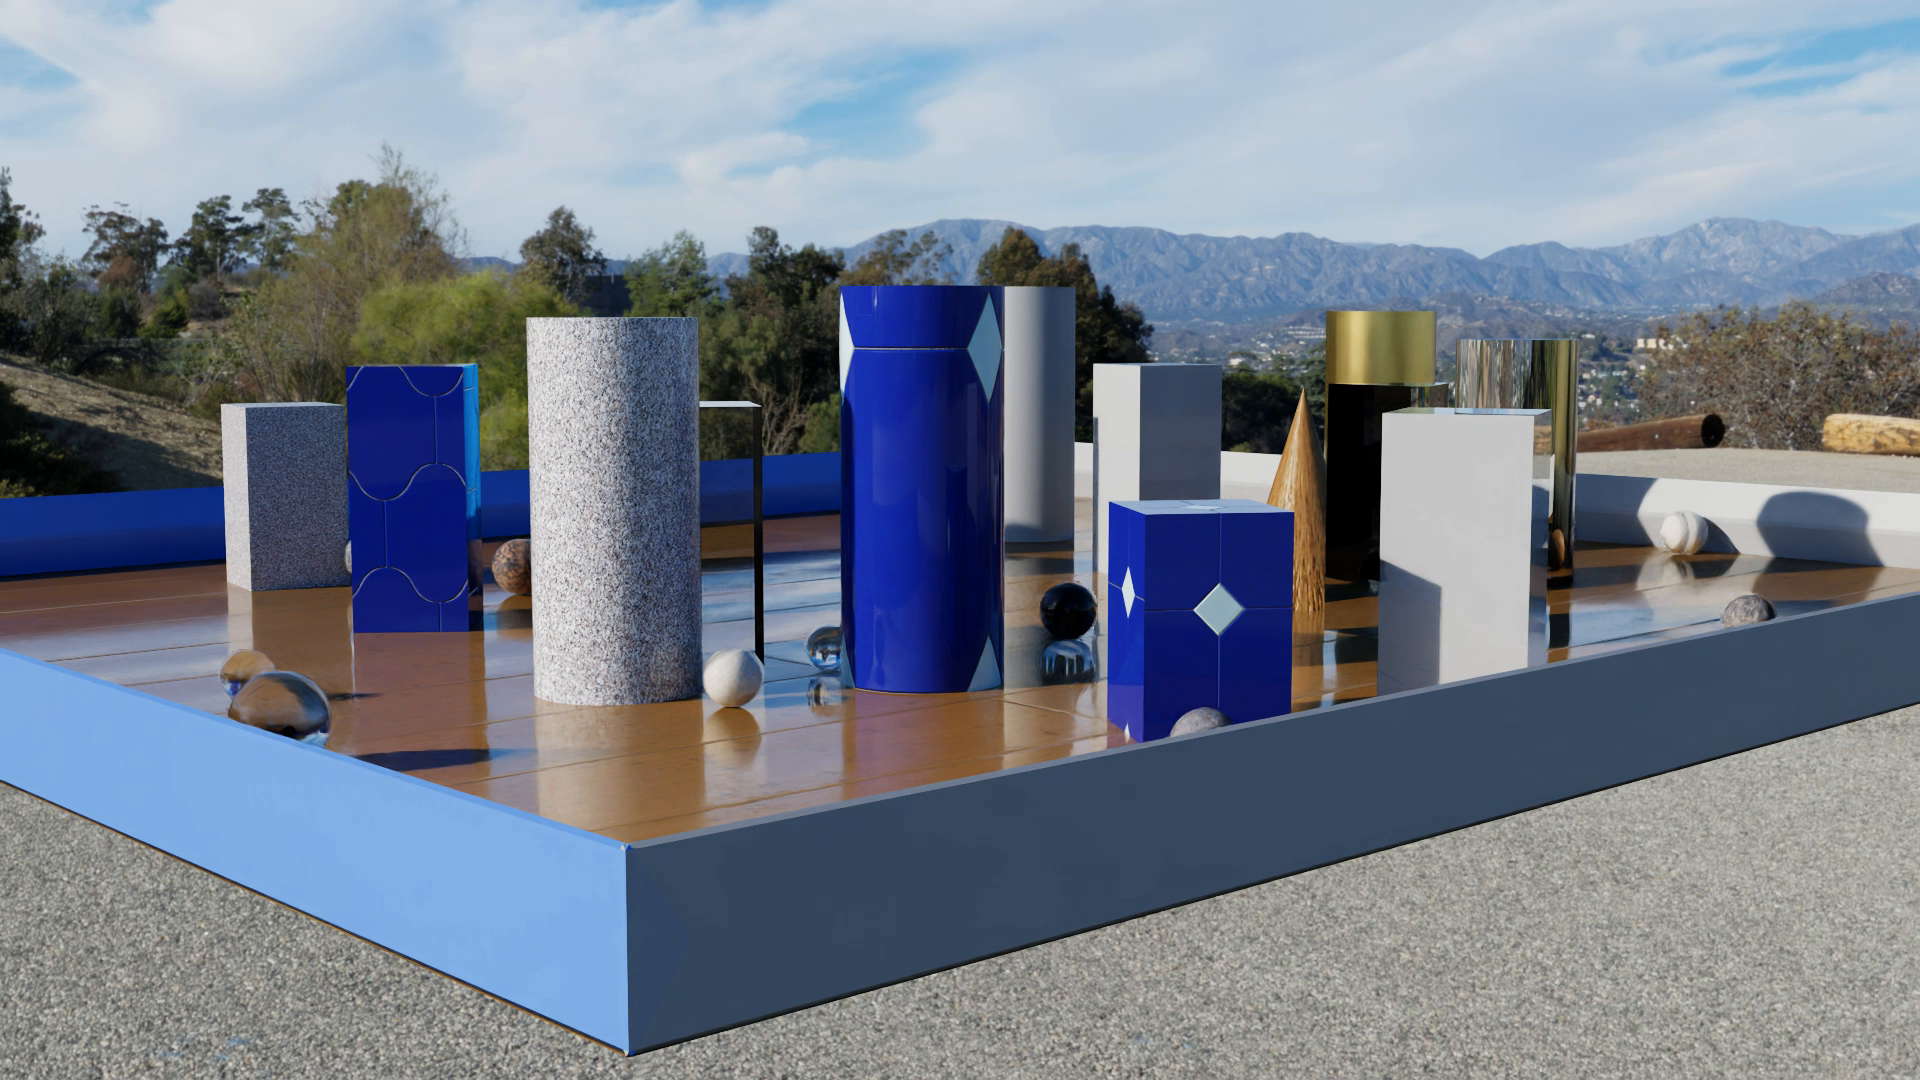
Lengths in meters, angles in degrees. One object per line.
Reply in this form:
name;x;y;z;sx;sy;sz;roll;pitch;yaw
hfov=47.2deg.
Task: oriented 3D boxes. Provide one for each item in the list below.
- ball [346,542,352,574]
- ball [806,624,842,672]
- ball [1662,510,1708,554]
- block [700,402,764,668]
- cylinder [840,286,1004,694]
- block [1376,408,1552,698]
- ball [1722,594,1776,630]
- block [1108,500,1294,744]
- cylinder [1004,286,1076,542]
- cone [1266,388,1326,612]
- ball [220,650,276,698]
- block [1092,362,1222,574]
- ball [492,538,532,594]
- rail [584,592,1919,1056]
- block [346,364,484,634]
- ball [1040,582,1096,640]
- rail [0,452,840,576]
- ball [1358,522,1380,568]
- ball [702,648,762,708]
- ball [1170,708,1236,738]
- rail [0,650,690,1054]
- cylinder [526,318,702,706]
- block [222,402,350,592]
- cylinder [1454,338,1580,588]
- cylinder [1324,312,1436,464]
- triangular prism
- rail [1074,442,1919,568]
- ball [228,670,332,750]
ball;-0.941;0.027;3.547;0.098;0.098;0.098;0;6;0
ball;-0.161;0.134;2.721;0.057;0.057;0.057;0;6;0
ball;1.326;-0.015;4.024;0.082;0.082;0.082;0;6;0
block;-0.339;-0.010;2.804;0.157;0.326;0.157;-1;6;-11
cylinder;-0.045;-0.066;2.631;0.197;0.472;0.197;0;6;0
block;0.552;0.027;2.404;0.157;0.335;0.157;2;6;21
ball;1.051;0.107;2.927;0.068;0.068;0.068;0;6;0
block;0.252;0.083;2.330;0.157;0.239;0.157;-1;6;-10
cylinder;0.127;-0.249;4.305;0.197;0.489;0.197;0;6;0
cone;0.520;-0.069;3.343;0.197;0.330;0.197;0;6;0
ball;-0.808;0.155;2.498;0.061;0.061;0.061;0;6;0
block;0.332;-0.120;3.720;0.157;0.354;0.157;-3;7;-25
ball;-0.689;0.042;3.451;0.088;0.088;0.088;0;6;0
rail;0.907;0.135;2.354;3.052;0.128;0.045;-5;8;-42
block;-0.767;-0.063;3.108;0.157;0.368;0.157;-1;6;-5
ball;0.147;0.096;2.986;0.077;0.077;0.077;0;6;0
rail;-0.907;-0.069;4.310;3.052;0.128;0.045;-5;8;-42
ball;0.728;0.010;3.795;0.081;0.081;0.081;0;6;0
ball;-0.256;0.155;2.475;0.066;0.066;0.066;0;6;0
ball;0.233;0.194;2.089;0.069;0.069;0.069;0;6;0
rail;-1.104;0.139;2.319;0.045;0.128;2.723;-5;8;-42
cylinder;-0.401;-0.040;2.560;0.197;0.436;0.197;0;6;0
block;-1.100;-0.075;3.585;0.157;0.292;0.157;-4;7;-32
cylinder;0.911;-0.131;3.613;0.197;0.397;0.197;0;6;0
cylinder;0.761;-0.193;3.997;0.197;0.443;0.197;0;6;0
triangular prism;0.619;-0.043;3.033;0.148;0.344;0.170;-5;8;-39
rail;1.104;-0.073;4.345;0.045;0.128;2.723;-5;8;-42
ball;-0.658;0.175;2.129;0.098;0.098;0.098;0;6;0
